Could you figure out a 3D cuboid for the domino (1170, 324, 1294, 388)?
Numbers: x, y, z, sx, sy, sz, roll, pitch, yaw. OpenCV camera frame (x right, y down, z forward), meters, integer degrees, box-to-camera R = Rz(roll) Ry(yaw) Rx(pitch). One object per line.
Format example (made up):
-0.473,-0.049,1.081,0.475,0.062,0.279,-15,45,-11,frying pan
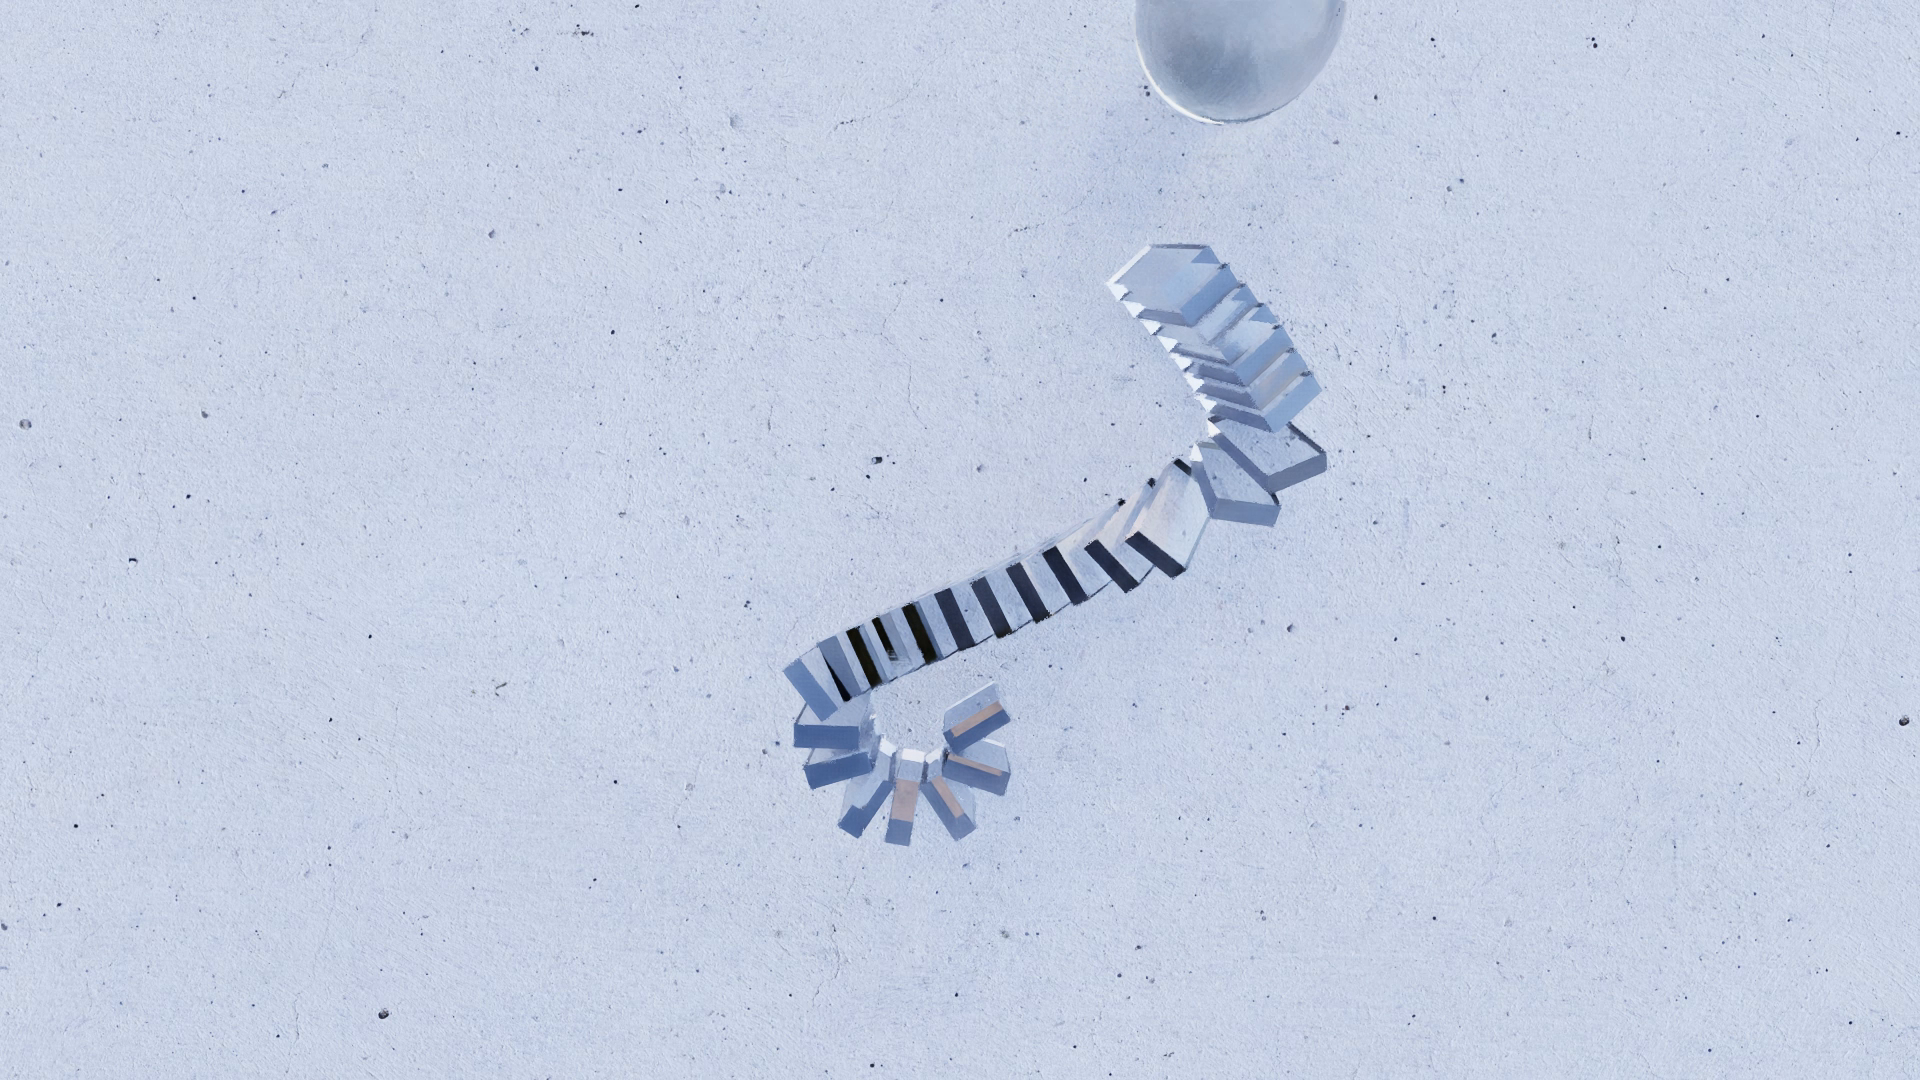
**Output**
0.110,-0.078,0.375,0.025,0.050,0.009,-43,114,0,domino

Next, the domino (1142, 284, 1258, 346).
0.097,-0.094,0.375,0.025,0.050,0.009,-43,114,0,domino

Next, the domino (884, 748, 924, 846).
-0.022,0.104,0.375,0.009,0.050,0.025,10,90,0,domino

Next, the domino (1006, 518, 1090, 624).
0.043,0.012,0.380,0.050,0.009,0.025,-29,90,-42,domino

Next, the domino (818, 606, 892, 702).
-0.037,0.045,0.375,0.010,0.050,0.025,-24,90,23,domino

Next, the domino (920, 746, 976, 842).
-0.005,0.103,0.375,0.010,0.050,0.025,-34,90,0,domino

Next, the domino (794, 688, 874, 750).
-0.050,0.071,0.374,0.025,0.050,0.009,2,100,1,domino

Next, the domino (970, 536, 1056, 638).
0.028,0.019,0.379,0.010,0.050,0.025,-27,90,45,domino

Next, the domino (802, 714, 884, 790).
-0.047,0.085,0.375,0.025,0.050,0.009,-16,95,1,domino

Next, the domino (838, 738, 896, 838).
-0.037,0.100,0.374,0.010,0.050,0.025,34,92,-5,domino

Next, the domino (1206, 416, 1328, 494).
0.125,-0.040,0.377,0.025,0.050,0.010,-22,127,-2,domino

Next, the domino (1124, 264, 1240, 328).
0.089,-0.101,0.375,0.025,0.050,0.009,-43,114,0,domino

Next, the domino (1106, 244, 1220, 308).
0.082,-0.109,0.375,0.025,0.050,0.010,-43,114,0,domino

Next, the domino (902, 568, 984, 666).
-0.002,0.030,0.377,0.009,0.050,0.025,-24,90,35,domino

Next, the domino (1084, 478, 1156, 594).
0.075,-0.003,0.381,0.025,0.010,0.050,47,51,0,domino

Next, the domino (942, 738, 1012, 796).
0.006,0.090,0.375,0.025,0.050,0.009,18,90,0,domino

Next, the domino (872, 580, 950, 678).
-0.014,0.036,0.376,0.009,0.050,0.025,-24,90,30,domino

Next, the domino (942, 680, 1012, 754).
0.006,0.072,0.375,0.025,0.050,0.009,-31,90,0,domino

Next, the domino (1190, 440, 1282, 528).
0.112,-0.024,0.376,0.025,0.050,0.009,7,122,-2,domino

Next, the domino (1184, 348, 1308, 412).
0.116,-0.069,0.375,0.025,0.050,0.010,-43,114,0,domino

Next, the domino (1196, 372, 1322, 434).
0.121,-0.060,0.375,0.025,0.050,0.009,-43,114,0,domino

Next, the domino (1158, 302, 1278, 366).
0.104,-0.086,0.375,0.025,0.050,0.009,-43,114,0,domino

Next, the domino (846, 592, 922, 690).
-0.024,0.040,0.376,0.010,0.050,0.025,-24,90,30,domino

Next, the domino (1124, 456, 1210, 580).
0.089,-0.010,0.380,0.025,0.009,0.050,38,51,-3,domino

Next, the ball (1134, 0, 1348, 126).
0.109,-0.207,0.360,0.080,0.080,0.080,0,90,0,ball

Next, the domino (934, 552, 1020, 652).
0.013,0.025,0.378,0.010,0.050,0.025,-24,90,41,domino

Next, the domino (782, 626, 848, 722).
-0.050,0.053,0.374,0.009,0.050,0.025,-39,87,19,domino

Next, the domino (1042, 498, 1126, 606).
0.058,0.004,0.380,0.050,0.010,0.025,-32,90,-40,domino
